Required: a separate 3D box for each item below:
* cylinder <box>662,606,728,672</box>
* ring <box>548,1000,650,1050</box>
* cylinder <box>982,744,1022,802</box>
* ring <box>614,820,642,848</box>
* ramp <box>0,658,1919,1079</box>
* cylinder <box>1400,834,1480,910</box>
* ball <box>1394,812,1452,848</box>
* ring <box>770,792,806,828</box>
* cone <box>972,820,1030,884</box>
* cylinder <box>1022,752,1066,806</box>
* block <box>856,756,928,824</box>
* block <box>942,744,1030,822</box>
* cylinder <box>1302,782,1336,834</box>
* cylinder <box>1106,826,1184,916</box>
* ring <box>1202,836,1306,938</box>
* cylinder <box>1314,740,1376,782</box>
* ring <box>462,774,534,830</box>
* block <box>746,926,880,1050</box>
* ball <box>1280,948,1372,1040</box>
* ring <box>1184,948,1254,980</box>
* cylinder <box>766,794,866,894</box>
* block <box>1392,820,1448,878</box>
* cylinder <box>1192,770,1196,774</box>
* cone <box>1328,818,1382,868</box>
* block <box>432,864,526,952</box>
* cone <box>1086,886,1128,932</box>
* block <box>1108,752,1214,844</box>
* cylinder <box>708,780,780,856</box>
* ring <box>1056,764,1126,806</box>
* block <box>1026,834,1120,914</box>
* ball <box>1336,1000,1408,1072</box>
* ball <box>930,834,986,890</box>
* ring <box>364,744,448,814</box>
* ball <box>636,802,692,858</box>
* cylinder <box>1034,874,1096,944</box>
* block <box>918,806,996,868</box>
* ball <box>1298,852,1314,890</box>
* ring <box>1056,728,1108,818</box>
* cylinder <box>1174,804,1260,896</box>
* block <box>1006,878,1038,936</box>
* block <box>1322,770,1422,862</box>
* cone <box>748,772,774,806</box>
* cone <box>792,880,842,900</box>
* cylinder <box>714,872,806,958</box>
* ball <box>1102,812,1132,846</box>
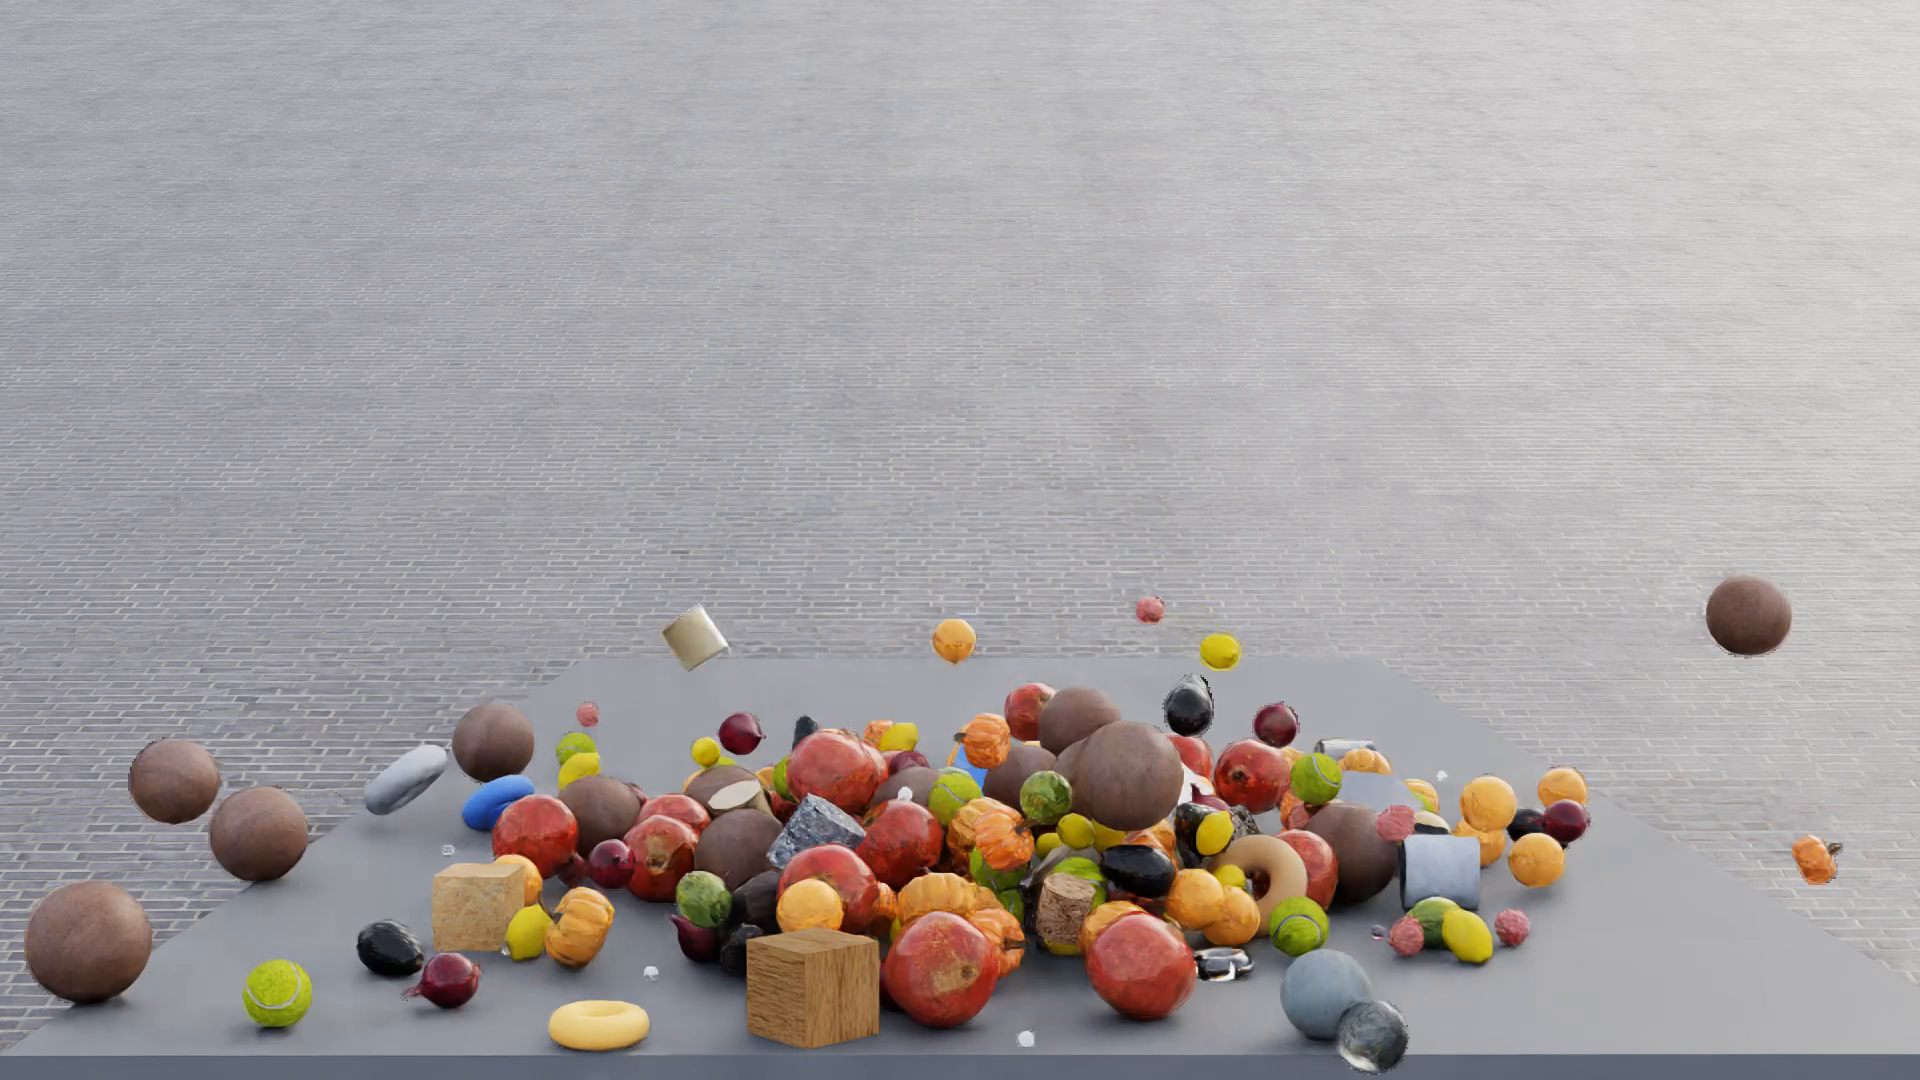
[{"bbox_3d":[-0.446,0.166,4.323,0.082,0.082,0.082,-34,2,1],"label":"cylinder"},{"bbox_3d":[-0.363,0.488,2.588,0.101,0.034,0.101,1,4,0],"label":"ring"},{"bbox_3d":[0.045,0.373,4.012,0.088,0.088,0.088,-12,-15,-3],"label":"cylinder"},{"bbox_3d":[-0.457,0.429,3.751,0.098,0.033,0.098,-1,2,0],"label":"ring"},{"bbox_3d":[0.050,0.454,4.532,2.000,0.100,4.000,0,3,0],"label":"ramp"},{"bbox_3d":[0.609,0.421,3.261,0.093,0.093,0.093,2,22,6],"label":"cylinder"},{"bbox_3d":[0.639,0.414,3.543,0.081,0.081,0.081,0,22,0],"label":"ball"},{"bbox_3d":[-0.238,0.412,3.865,0.097,0.032,0.097,12,21,-4],"label":"ring"},{"bbox_3d":[0.074,0.399,3.457,0.093,0.093,0.093,11,30,25],"label":"cone"},{"bbox_3d":[0.142,0.381,4.105,0.066,0.066,0.066,-22,-13,-5],"label":"cylinder"},{"bbox_3d":[-0.107,0.387,3.986,0.089,0.089,0.089,-1,3,-18],"label":"block"},{"bbox_3d":[0.040,0.369,3.905,0.082,0.082,0.082,6,65,40],"label":"block"},{"bbox_3d":[0.549,0.402,3.873,0.069,0.069,0.069,-1,2,0],"label":"cylinder"},{"bbox_3d":[0.221,0.409,3.180,0.080,0.080,0.080,-40,37,-18],"label":"cylinder"},{"bbox_3d":[0.355,0.419,3.105,0.134,0.045,0.134,-15,53,21],"label":"ring"},{"bbox_3d":[0.638,0.374,4.262,0.085,0.085,0.085,1,21,-7],"label":"cylinder"},{"bbox_3d":[-0.696,0.395,3.874,0.116,0.116,0.039,-18,65,-38],"label":"ring"},{"bbox_3d":[-0.150,0.455,2.618,0.096,0.096,0.096,-3,4,-42],"label":"block"},{"bbox_3d":[0.369,0.458,2.595,0.091,0.091,0.091,0,22,0],"label":"ball"},{"bbox_3d":[0.290,0.476,2.885,0.078,0.026,0.078,-3,2,0],"label":"ring"},{"bbox_3d":[-0.169,0.358,3.030,0.085,0.085,0.085,34,4,-3],"label":"cylinder"},{"bbox_3d":[0.610,0.414,3.407,0.060,0.060,0.060,9,67,10],"label":"block"},{"bbox_3d":[0.301,0.348,3.690,0.057,0.057,0.057,22,28,21],"label":"cylinder"},{"bbox_3d":[0.548,0.417,3.540,0.071,0.071,0.071,-3,20,17],"label":"cone"},{"bbox_3d":[-0.572,0.437,3.060,0.087,0.087,0.087,0,3,5],"label":"block"},{"bbox_3d":[0.159,0.459,3.108,0.067,0.067,0.067,11,30,27],"label":"cone"},{"bbox_3d":[0.279,0.363,3.574,0.086,0.086,0.086,43,31,26],"label":"block"},{"bbox_3d":[-0.292,0.377,3.481,0.074,0.074,0.074,-17,20,6],"label":"cylinder"},{"bbox_3d":[0.191,0.351,3.680,0.108,0.036,0.108,13,14,-3],"label":"ring"},{"bbox_3d":[0.135,0.407,3.071,0.067,0.067,0.067,-39,11,52],"label":"block"},{"bbox_3d":[0.401,0.483,2.504,0.069,0.069,0.069,0,22,0],"label":"ball"},{"bbox_3d":[-0.003,0.424,3.392,0.074,0.074,0.074,0,22,0],"label":"ball"},{"bbox_3d":[-0.840,0.363,3.897,0.048,0.144,0.144,51,37,5],"label":"ring"},{"bbox_3d":[-0.418,0.409,3.630,0.077,0.077,0.077,0,22,0],"label":"ball"},{"bbox_3d":[0.118,0.418,2.911,0.059,0.059,0.059,11,19,-4],"label":"cylinder"},{"bbox_3d":[-0.004,0.415,3.570,0.076,0.076,0.076,3,4,44],"label":"block"},{"bbox_3d":[0.438,0.436,3.372,0.054,0.054,0.054,0,22,0],"label":"ball"},{"bbox_3d":[0.190,0.361,3.980,0.049,0.147,0.147,21,25,5],"label":"ring"},{"bbox_3d":[0.341,0.403,3.346,0.094,0.094,0.094,-20,24,-5],"label":"cylinder"},{"bbox_3d":[0.098,0.447,3.143,0.058,0.058,0.058,-2,4,-34],"label":"block"},{"bbox_3d":[0.581,0.388,3.614,0.090,0.090,0.090,2,59,40],"label":"block"},{"bbox_3d":[-0.302,0.414,3.989,0.080,0.080,0.080,29,28,9],"label":"cone"},{"bbox_3d":[-0.195,0.423,3.365,0.083,0.083,0.083,0,3,0],"label":"cone"},{"bbox_3d":[-0.229,0.428,2.937,0.077,0.077,0.077,-22,-11,-43],"label":"cylinder"},{"bbox_3d":[0.236,0.417,3.736,0.056,0.056,0.056,0,22,0],"label":"ball"}]
